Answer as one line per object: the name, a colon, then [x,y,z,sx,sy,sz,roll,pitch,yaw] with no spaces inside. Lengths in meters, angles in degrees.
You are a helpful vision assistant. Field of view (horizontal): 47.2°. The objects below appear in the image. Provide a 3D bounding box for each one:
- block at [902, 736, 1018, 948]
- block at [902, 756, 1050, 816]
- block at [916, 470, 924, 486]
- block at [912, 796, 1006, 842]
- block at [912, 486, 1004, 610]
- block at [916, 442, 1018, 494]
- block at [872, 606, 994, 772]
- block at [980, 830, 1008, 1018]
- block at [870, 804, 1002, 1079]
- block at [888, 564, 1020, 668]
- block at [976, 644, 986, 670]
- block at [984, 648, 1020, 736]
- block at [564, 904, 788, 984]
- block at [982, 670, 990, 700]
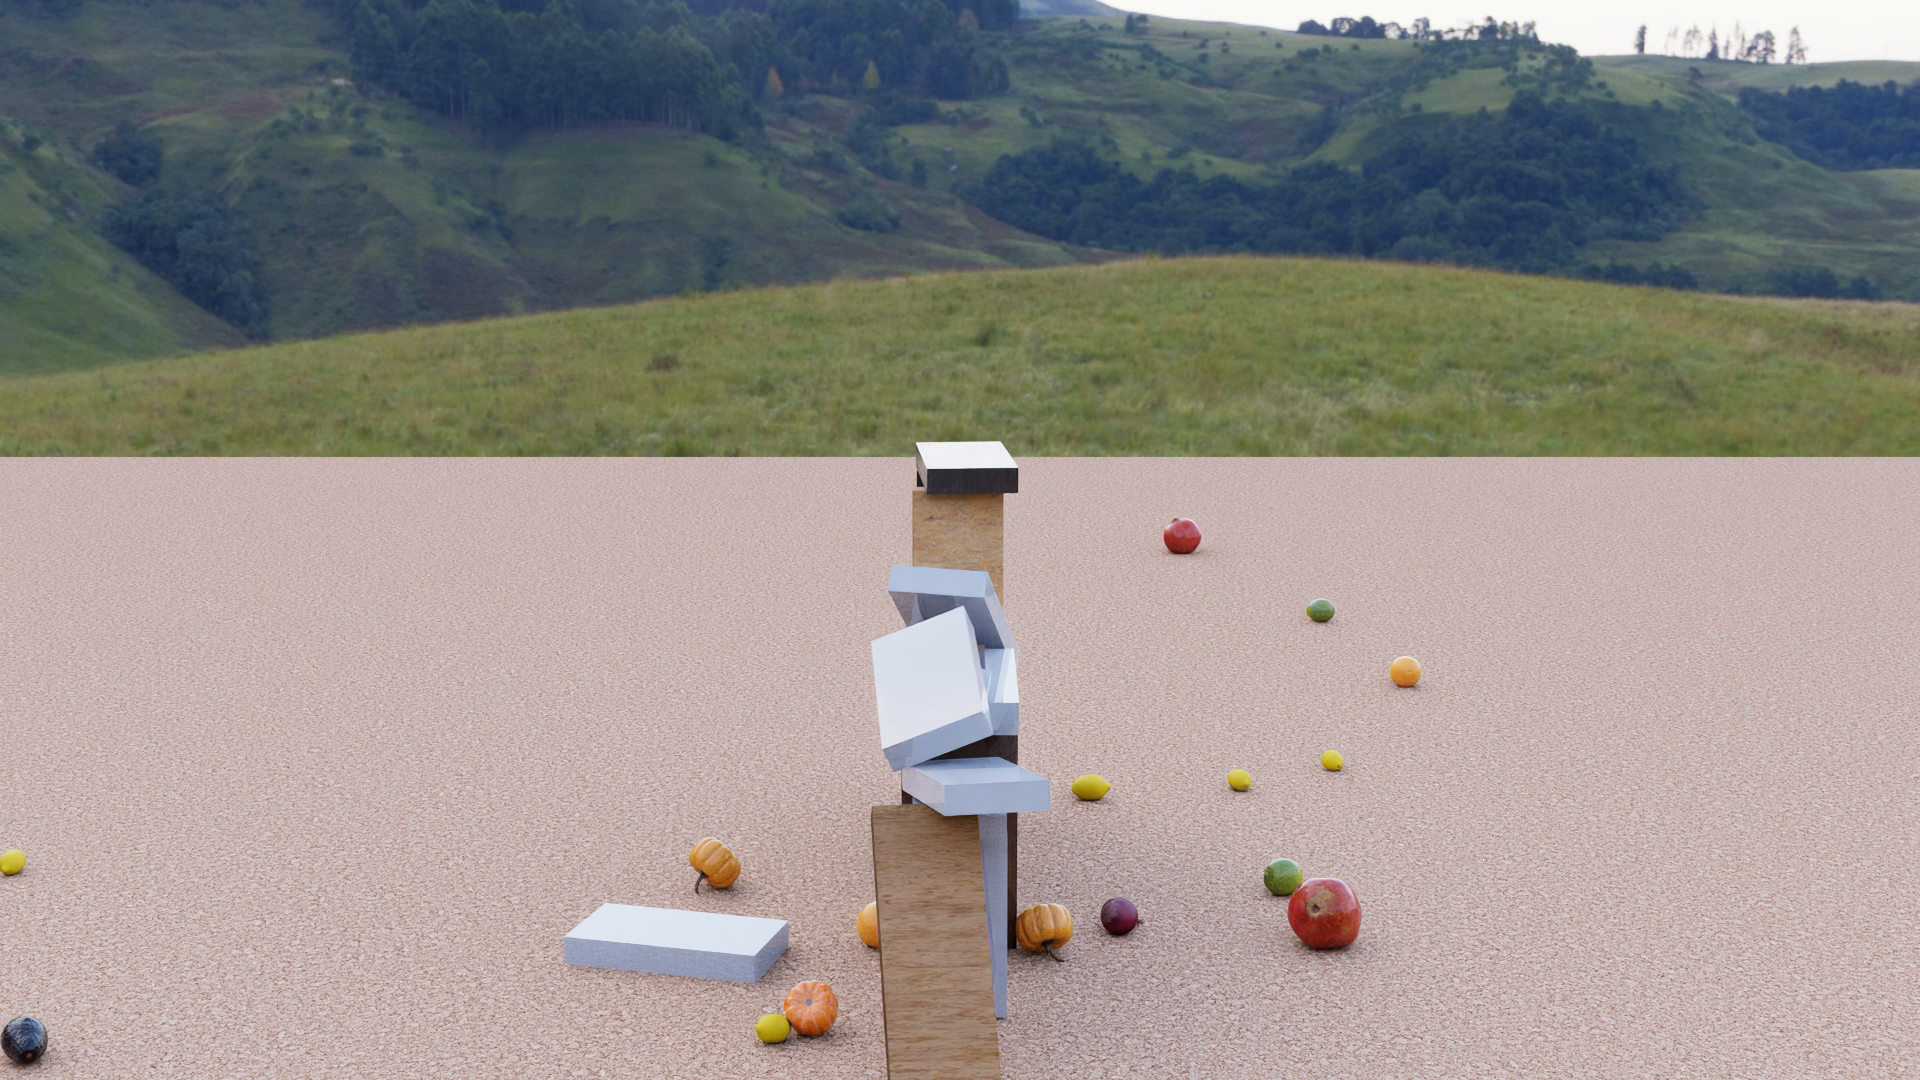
block: [-0.001,0.457,3.406,0.178,0.355,0.050,0,13,0]
block: [0.018,0.343,3.080,0.145,0.041,0.291,-1,1,-13]
block: [-0.001,0.085,4.045,0.156,0.434,0.044,0,9,1]
block: [-0.004,0.382,3.224,0.132,0.037,0.265,0,11,-1]
block: [-0.004,0.064,3.824,0.156,0.311,0.044,-1,11,-3]
block: [0.009,-0.129,3.890,0.156,0.044,0.311,-1,11,-5]
block: [-0.045,0.217,3.262,0.154,0.044,0.308,-21,27,6]
block: [0.001,0.550,3.155,0.132,0.265,0.037,0,5,0]
block: [-0.035,0.549,2.974,0.145,0.394,0.041,-1,-28,-7]
block: [-0.006,0.136,3.624,0.154,0.044,0.381,4,-21,11]
block: [0.015,0.191,3.363,0.047,0.013,0.095,0,29,-1]
block: [0.000,0.237,3.477,0.178,0.050,0.355,0,10,0]
block: [-0.435,0.620,3.390,0.308,0.044,0.154,3,11,15]
block: [0.018,0.224,3.279,0.047,0.013,0.094,3,32,5]
